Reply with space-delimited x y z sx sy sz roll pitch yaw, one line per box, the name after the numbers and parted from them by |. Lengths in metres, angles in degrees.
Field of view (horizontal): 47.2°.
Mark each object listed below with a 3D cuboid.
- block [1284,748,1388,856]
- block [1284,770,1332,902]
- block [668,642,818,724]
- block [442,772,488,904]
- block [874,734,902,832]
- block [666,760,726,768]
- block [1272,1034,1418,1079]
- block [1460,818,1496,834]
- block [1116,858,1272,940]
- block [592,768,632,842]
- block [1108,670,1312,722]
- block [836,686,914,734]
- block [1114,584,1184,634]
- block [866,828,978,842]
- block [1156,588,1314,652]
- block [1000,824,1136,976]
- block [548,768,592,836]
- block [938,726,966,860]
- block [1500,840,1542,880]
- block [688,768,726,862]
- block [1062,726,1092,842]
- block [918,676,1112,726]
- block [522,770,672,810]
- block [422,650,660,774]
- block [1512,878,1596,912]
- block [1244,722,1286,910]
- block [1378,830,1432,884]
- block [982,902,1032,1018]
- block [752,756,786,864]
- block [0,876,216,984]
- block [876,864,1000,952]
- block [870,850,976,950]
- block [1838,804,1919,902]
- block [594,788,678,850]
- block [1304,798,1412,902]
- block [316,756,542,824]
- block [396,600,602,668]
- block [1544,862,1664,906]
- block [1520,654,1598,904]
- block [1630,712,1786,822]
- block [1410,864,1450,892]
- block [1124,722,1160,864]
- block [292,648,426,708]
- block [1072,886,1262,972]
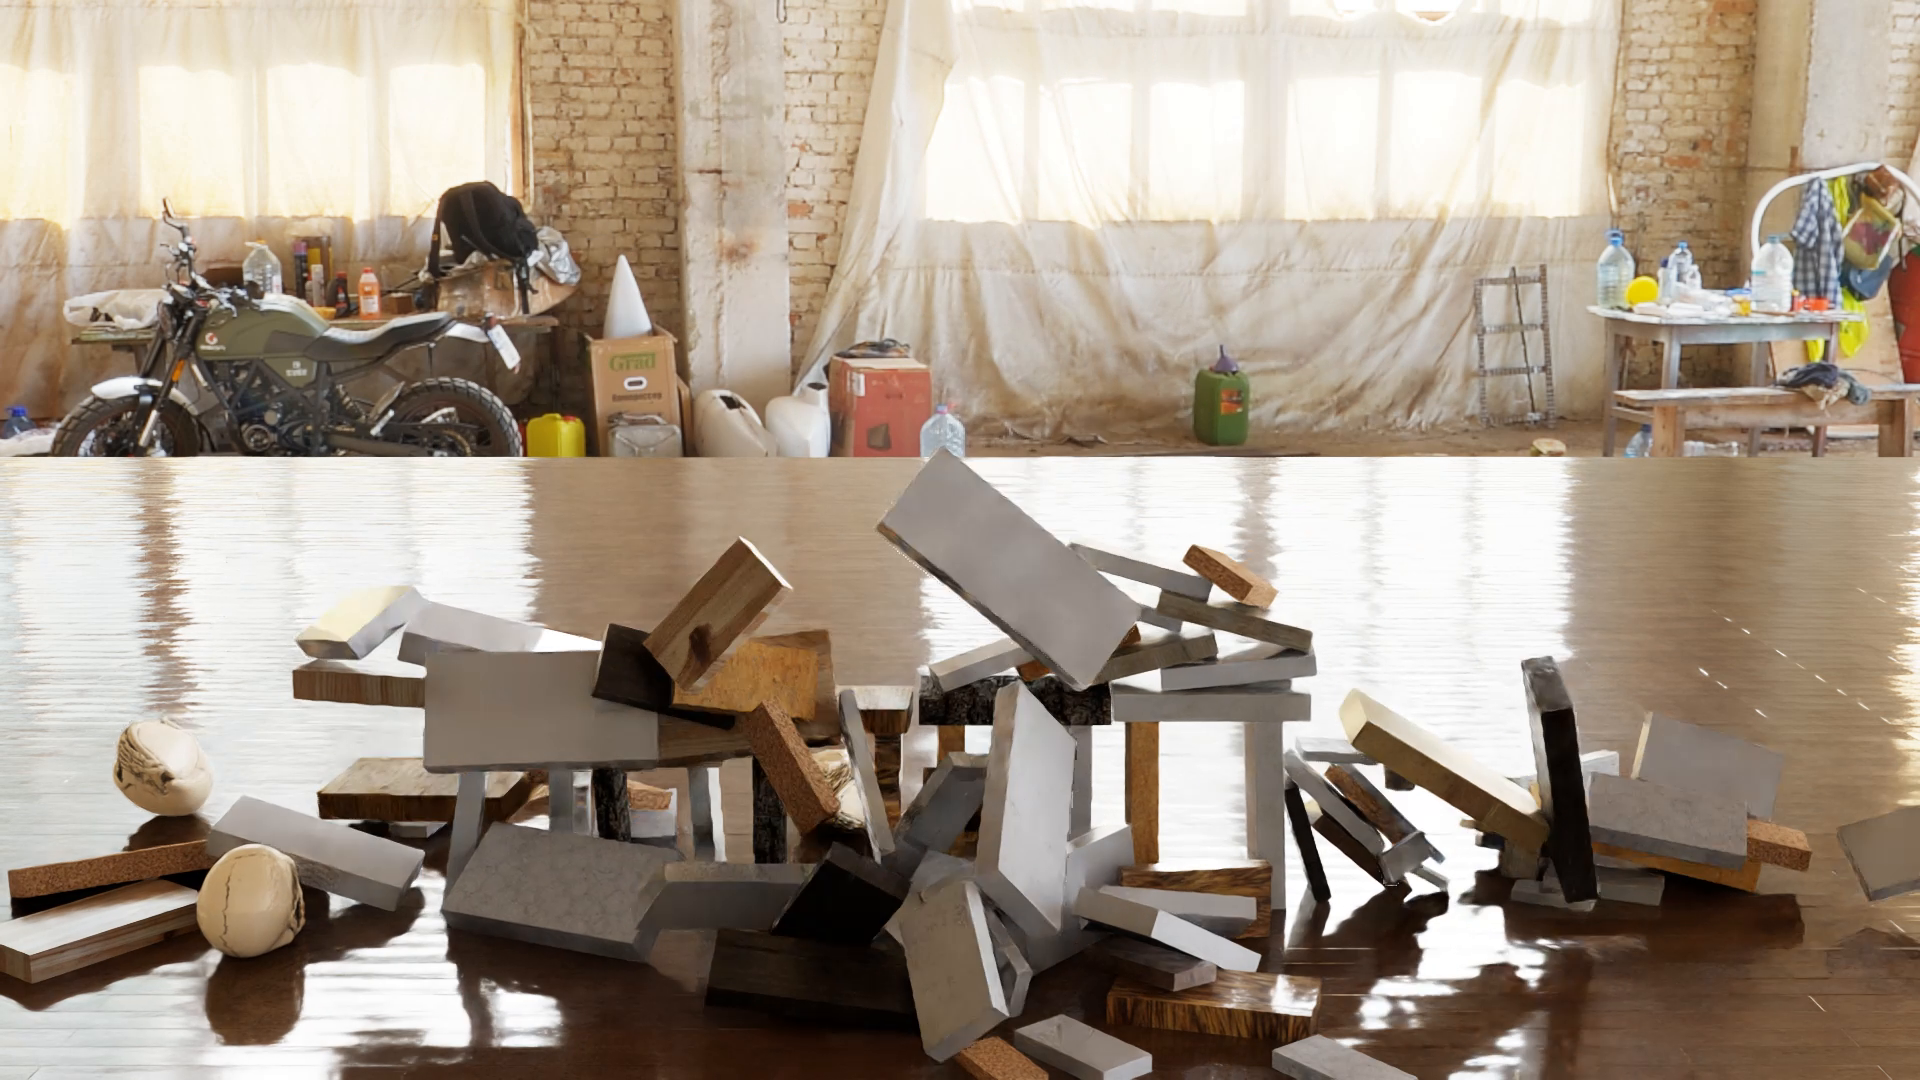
0.618 0.434 3.644 0.201 0.028 0.100 42 7 -13 | block
0.570 0.491 3.655 0.028 0.201 0.100 -18 10 4 | block
-0.338 0.218 3.449 0.225 0.113 0.032 9 -21 -18 | block
-0.812 0.450 3.638 0.040 0.282 0.141 8 9 -9 | block
-0.120 0.443 3.650 0.042 0.294 0.147 1 11 0 | block
-0.502 0.343 3.620 0.234 0.033 0.117 0 11 0 | block
0.513 0.712 2.941 0.090 0.025 0.179 -8 13 -36 | block
0.932 0.501 3.814 0.114 0.016 0.057 12 -9 -14 | block
0.368 0.568 3.456 0.238 0.119 0.034 -1 12 -8 | block
-0.573 0.474 3.646 0.033 0.234 0.117 -3 10 1 | block
0.407 0.256 3.607 0.317 0.045 0.158 0 11 1 | block
-0.229 0.278 3.619 0.294 0.042 0.147 0 11 2 | block
0.268 0.101 3.638 0.203 0.029 0.102 17 9 -2 | block
-0.048 0.519 3.966 0.216 0.031 0.108 -5 11 -24 | block
0.445 0.125 3.566 0.250 0.035 0.125 14 8 5 | block
0.172 0.556 3.417 0.044 0.155 0.310 -3 6 38 | block
-0.647 0.450 3.648 0.040 0.282 0.141 3 10 2 | block
-0.014 0.437 3.642 0.044 0.311 0.155 0 11 -1 | block
0.951 0.515 3.711 0.057 0.114 0.016 4 -15 29 | block
-0.418 0.474 3.646 0.033 0.234 0.117 -3 10 2 | block
0.191 0.437 3.644 0.044 0.311 0.155 0 11 0 | block
0.090 0.263 3.611 0.311 0.044 0.155 0 11 0 | block
-0.656 0.443 3.973 0.243 0.034 0.122 11 -3 26 | block
-0.654 0.267 3.452 0.359 0.180 0.051 -1 -19 -3 | block
0.983 0.587 3.637 0.129 0.018 0.064 4 12 23 | block
0.505 0.433 3.641 0.045 0.317 0.158 -3 10 1 | block
0.727 0.517 3.595 0.097 0.049 0.014 -27 10 -30 | block
0.054 0.610 3.203 0.023 0.081 0.163 -1 29 -25 | block
-0.315 0.444 3.648 0.042 0.294 0.147 0 11 0 | block
-1.353 0.608 3.449 0.159 0.045 0.319 8 13 36 | block
-0.028 0.565 3.314 0.199 0.028 0.099 -22 42 -36 | block
-0.035 0.578 3.356 0.126 0.036 0.253 13 33 16 | block
1.584 0.494 3.587 0.254 0.036 0.127 -17 48 6 | block
-0.585 0.513 3.975 0.143 0.040 0.285 -1 11 -7 | block
0.661 0.514 3.662 0.201 0.028 0.100 40 8 -6 | block
-0.974 0.459 4.047 0.360 0.051 0.180 0 16 12 | block
-0.703 0.197 3.631 0.414 0.051 0.180 14 13 -8 | block
1.078 0.573 3.681 0.185 0.026 0.093 4 10 22 | block
0.954 0.380 3.503 0.050 0.351 0.176 -11 23 8 | block
1.293 0.393 3.803 0.242 0.121 0.034 18 -14 -1 | block
0.766 0.551 3.682 0.114 0.016 0.057 27 5 13 | block
0.300 0.434 3.642 0.045 0.317 0.158 0 11 0 | block
-0.906 0.232 3.676 0.360 0.051 0.180 3 10 14 | block
0.306 0.581 3.236 0.144 0.041 0.288 9 -15 42 | block
